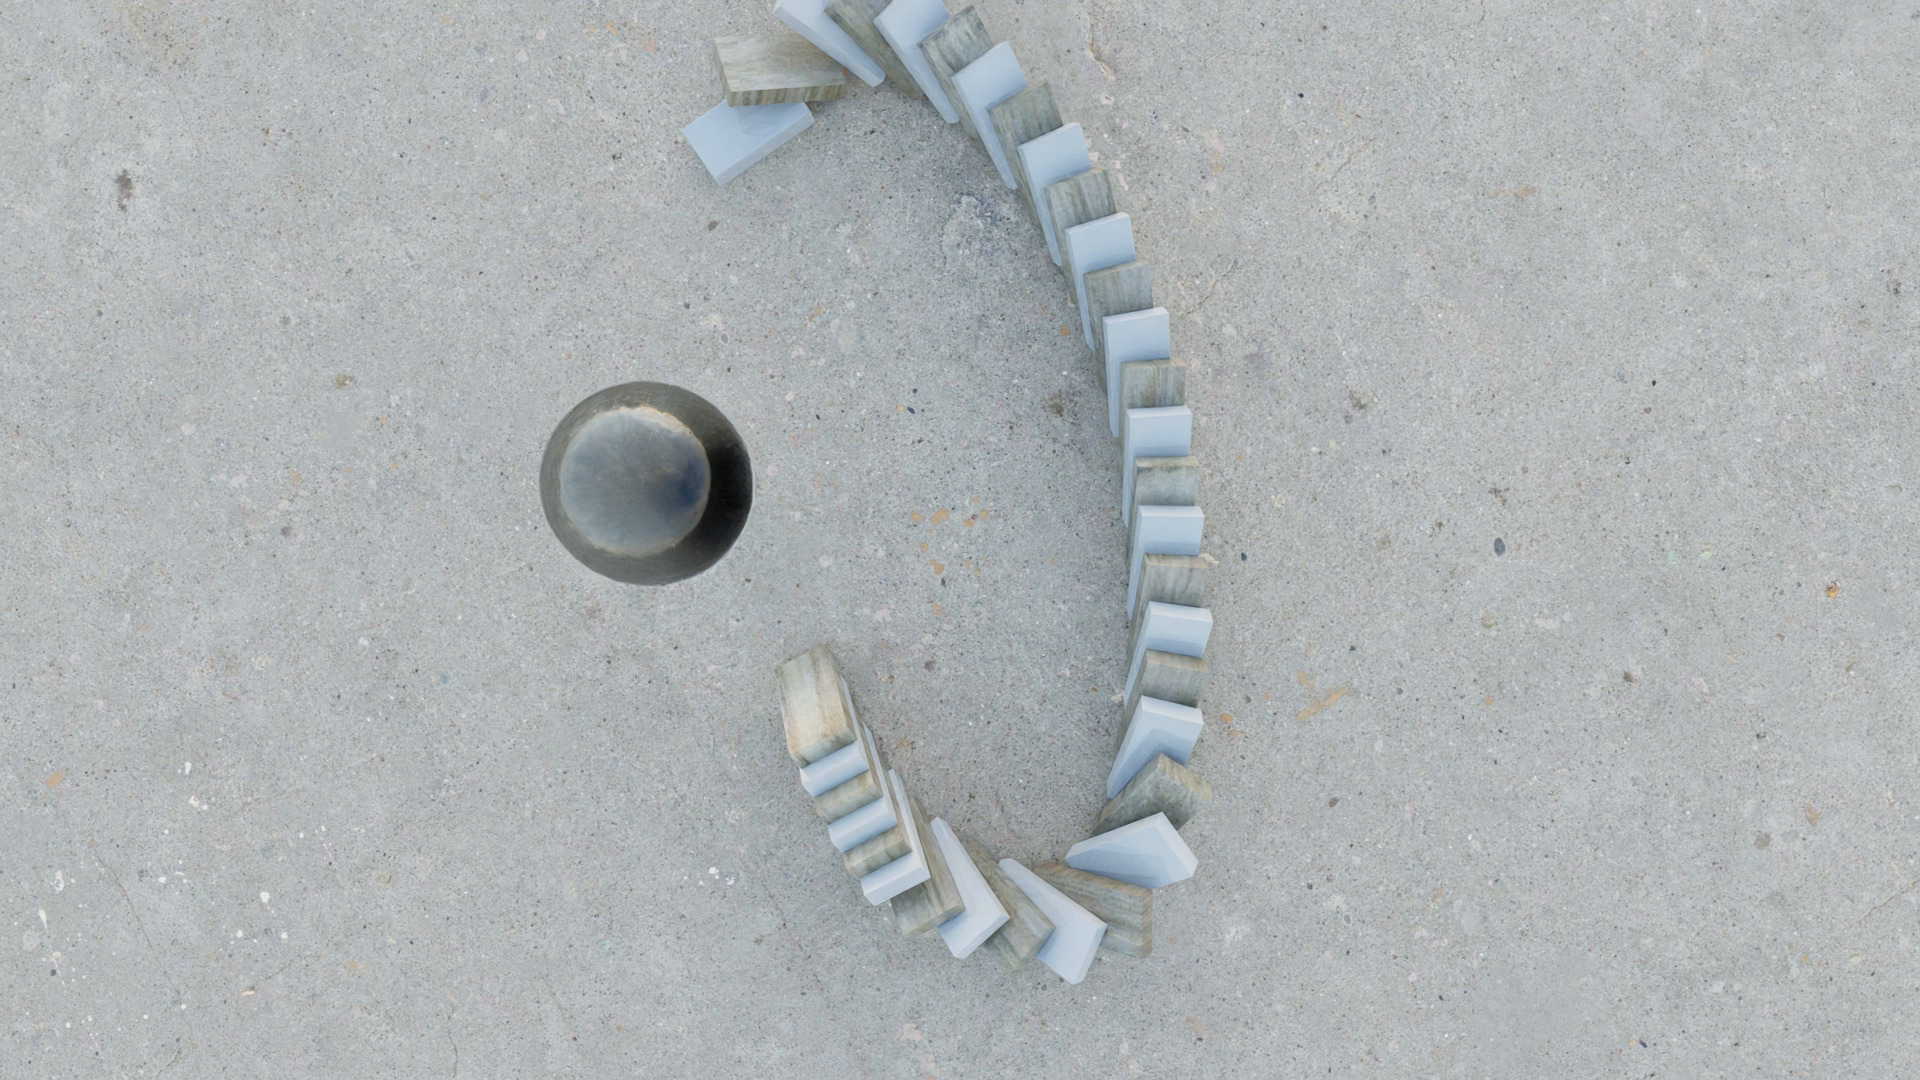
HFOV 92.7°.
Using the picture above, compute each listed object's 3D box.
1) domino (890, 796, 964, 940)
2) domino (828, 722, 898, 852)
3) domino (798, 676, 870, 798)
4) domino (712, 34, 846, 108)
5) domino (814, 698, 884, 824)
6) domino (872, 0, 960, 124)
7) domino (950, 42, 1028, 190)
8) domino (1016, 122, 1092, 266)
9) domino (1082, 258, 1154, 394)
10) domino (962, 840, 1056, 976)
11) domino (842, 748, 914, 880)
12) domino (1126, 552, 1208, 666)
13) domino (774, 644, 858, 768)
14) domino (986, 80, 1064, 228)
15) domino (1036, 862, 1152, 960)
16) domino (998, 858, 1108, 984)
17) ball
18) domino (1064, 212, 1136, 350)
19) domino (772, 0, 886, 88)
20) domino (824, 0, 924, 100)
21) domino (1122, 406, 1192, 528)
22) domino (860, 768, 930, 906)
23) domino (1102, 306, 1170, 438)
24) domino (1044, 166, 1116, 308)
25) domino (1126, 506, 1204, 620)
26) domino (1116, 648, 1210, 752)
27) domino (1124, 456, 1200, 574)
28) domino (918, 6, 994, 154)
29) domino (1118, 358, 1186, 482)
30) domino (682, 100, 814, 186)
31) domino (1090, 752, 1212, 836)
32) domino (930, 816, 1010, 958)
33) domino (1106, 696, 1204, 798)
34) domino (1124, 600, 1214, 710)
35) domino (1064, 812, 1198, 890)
[{"bbox_3d":[-0.020,0.135,0.380,0.025,0.010,0.050,-31,51,3],"label":"domino"},{"bbox_3d":[-0.044,0.100,0.378,0.025,0.050,0.010,-27,129,0],"label":"domino"},{"bbox_3d":[-0.055,0.079,0.377,0.025,0.050,0.009,-27,129,0],"label":"domino"},{"bbox_3d":[-0.076,-0.198,0.385,0.050,0.010,0.025,-16,83,-23],"label":"domino"},{"bbox_3d":[-0.050,0.089,0.378,0.025,0.050,0.010,-27,129,0],"label":"domino"},{"bbox_3d":[-0.010,-0.204,0.383,0.025,0.010,0.050,-46,121,-1],"label":"domino"},{"bbox_3d":[0.020,-0.177,0.383,0.025,0.010,0.050,-35,121,0],"label":"domino"},{"bbox_3d":[0.044,-0.144,0.383,0.025,0.010,0.050,-24,120,0],"label":"domino"},{"bbox_3d":[0.068,-0.089,0.384,0.025,0.009,0.050,-14,119,0],"label":"domino"},{"bbox_3d":[0.013,0.152,0.382,0.050,0.010,0.025,39,90,34],"label":"domino"},{"bbox_3d":[-0.039,0.111,0.378,0.025,0.050,0.010,-28,129,0],"label":"domino"},{"bbox_3d":[0.086,0.030,0.384,0.025,0.010,0.050,4,119,0],"label":"domino"},{"bbox_3d":[-0.060,0.067,0.378,0.025,0.050,0.010,-27,129,0],"label":"domino"},{"bbox_3d":[0.033,-0.161,0.383,0.025,0.010,0.050,-29,120,0],"label":"domino"},{"bbox_3d":[0.055,0.153,0.381,0.050,0.010,0.025,2,91,37],"label":"domino"},{"bbox_3d":[0.034,0.158,0.382,0.050,0.009,0.025,25,91,35],"label":"domino"},{"bbox_3d":[-0.121,-0.022,0.360,0.080,0.080,0.080,0,90,0],"label":"ball"},{"bbox_3d":[0.062,-0.108,0.384,0.025,0.010,0.050,-17,120,0],"label":"domino"},{"bbox_3d":[-0.050,-0.216,0.382,0.050,0.009,0.025,23,87,-33],"label":"domino"},{"bbox_3d":[-0.029,-0.213,0.382,0.050,0.009,0.025,34,88,-32],"label":"domino"},{"bbox_3d":[0.082,-0.030,0.384,0.025,0.009,0.050,-4,119,0],"label":"domino"},{"bbox_3d":[-0.031,0.121,0.378,0.025,0.050,0.010,-27,129,1],"label":"domino"},{"bbox_3d":[0.075,-0.070,0.384,0.025,0.009,0.050,-10,119,0],"label":"domino"},{"bbox_3d":[0.054,-0.126,0.384,0.025,0.009,0.050,-20,120,0],"label":"domino"},{"bbox_3d":[0.085,0.010,0.384,0.025,0.009,0.050,1,119,0],"label":"domino"},{"bbox_3d":[0.084,0.070,0.384,0.025,0.010,0.050,11,120,0],"label":"domino"},{"bbox_3d":[0.084,-0.010,0.384,0.025,0.010,0.050,-1,119,0],"label":"domino"},{"bbox_3d":[0.007,-0.191,0.383,0.025,0.009,0.050,-37,121,0],"label":"domino"},{"bbox_3d":[0.080,-0.050,0.384,0.025,0.009,0.050,-4,119,0],"label":"domino"},{"bbox_3d":[-0.091,-0.178,0.395,0.050,0.010,0.025,-34,90,0],"label":"domino"},{"bbox_3d":[0.079,0.113,0.382,0.025,0.010,0.050,33,123,0],"label":"domino"},{"bbox_3d":[-0.004,0.144,0.381,0.025,0.009,0.050,-42,52,0],"label":"domino"},{"bbox_3d":[0.081,0.090,0.383,0.025,0.009,0.050,14,120,0],"label":"domino"},{"bbox_3d":[0.086,0.051,0.384,0.025,0.009,0.050,8,120,0],"label":"domino"},{"bbox_3d":[0.071,0.133,0.381,0.050,0.010,0.025,-36,90,37],"label":"domino"}]
